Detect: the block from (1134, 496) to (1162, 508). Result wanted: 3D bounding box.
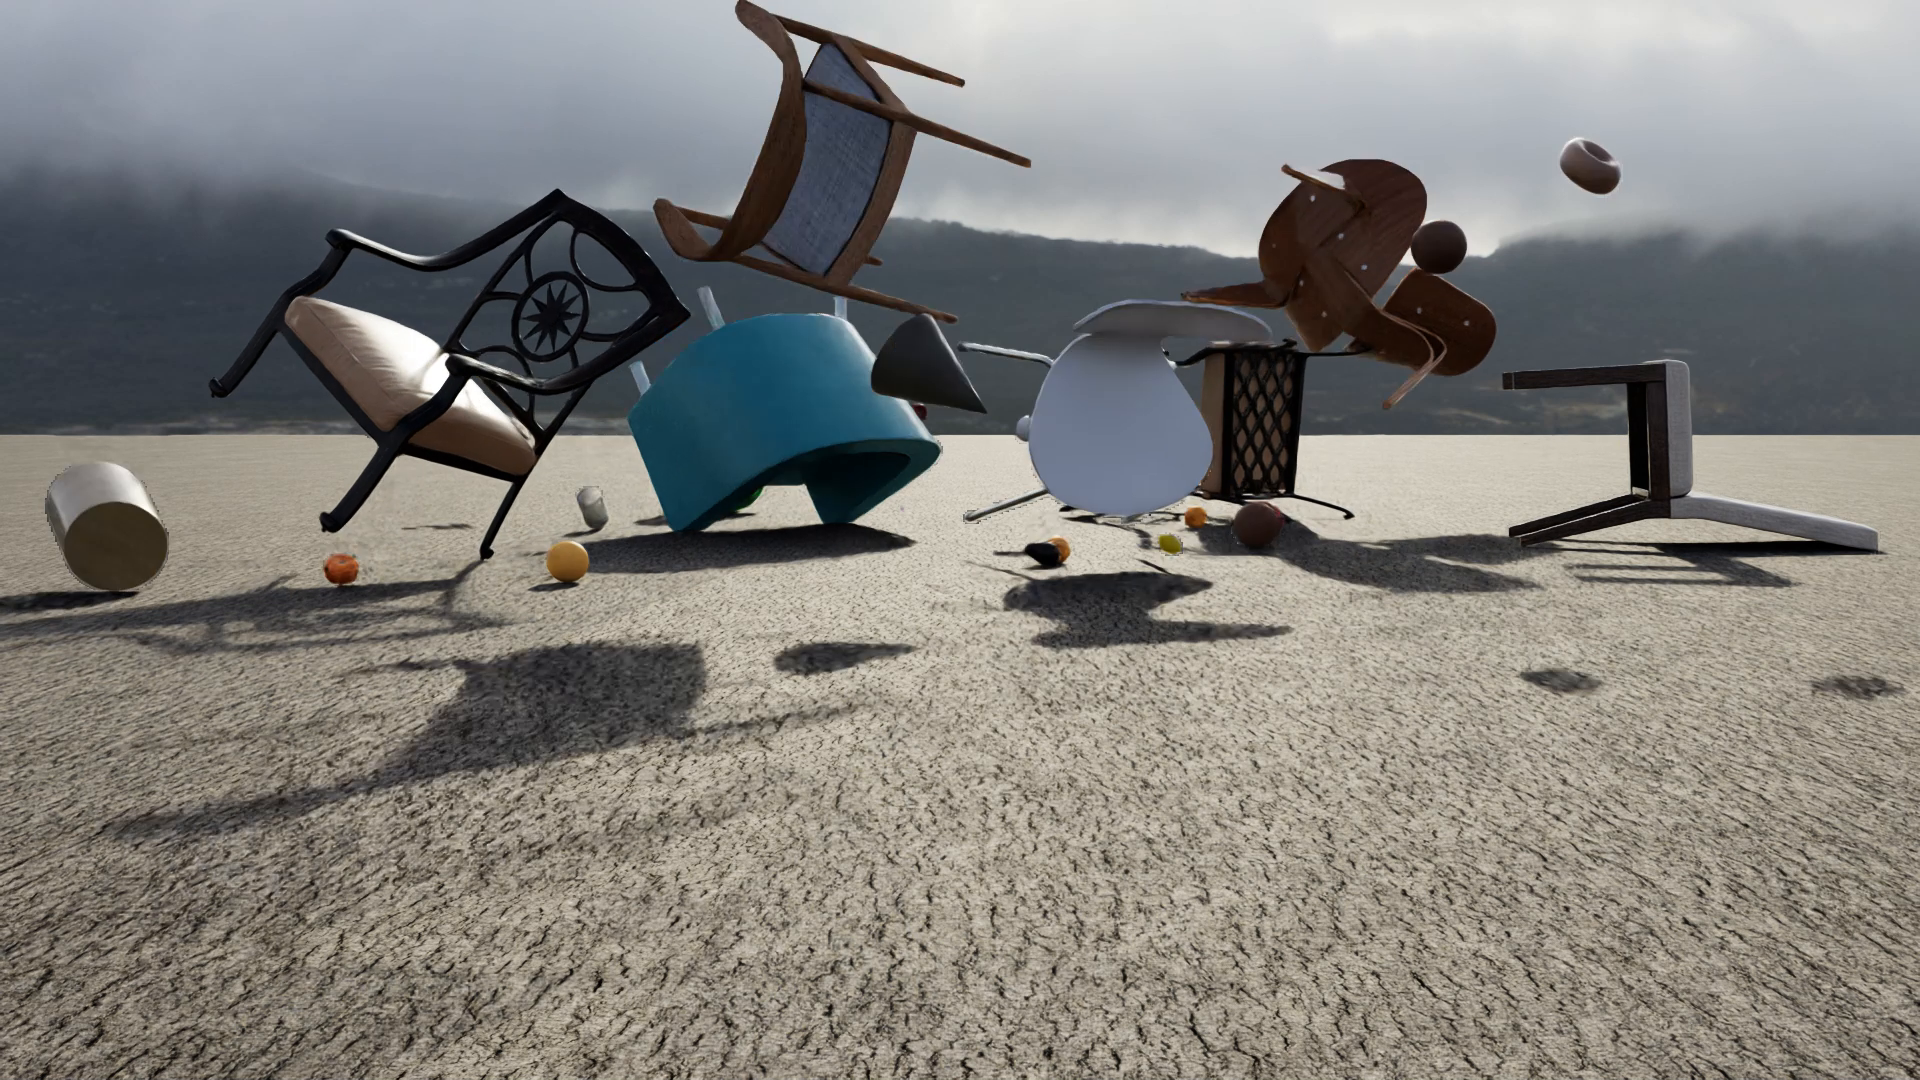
[{"bbox_3d":[0.707,-0.142,8.299,0.079,0.043,0.083,-1,4,-18],"label":"block"}]

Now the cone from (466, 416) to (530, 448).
[{"bbox_3d":[-1.567,-0.367,7.727,0.249,0.118,0.221,-3,10,-42],"label":"cone"}]

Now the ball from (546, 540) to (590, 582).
[{"bbox_3d":[-0.910,0.050,5.104,0.097,0.097,0.097,0,4,0],"label":"ball"}]

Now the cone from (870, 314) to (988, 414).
[{"bbox_3d":[-0.031,-0.339,4.788,0.249,0.206,0.213,36,45,23],"label":"cone"}]

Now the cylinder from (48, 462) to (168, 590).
[{"bbox_3d":[-1.916,-0.033,4.940,0.222,0.210,0.240,43,-2,-38],"label":"cylinder"}]

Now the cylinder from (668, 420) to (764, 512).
[{"bbox_3d":[-0.891,-0.270,8.014,0.318,0.243,0.222,25,-23,29],"label":"cylinder"}]

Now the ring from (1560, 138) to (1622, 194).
[{"bbox_3d":[1.604,-0.952,5.600,0.140,0.082,0.199,9,34,-23],"label":"ring"}]
